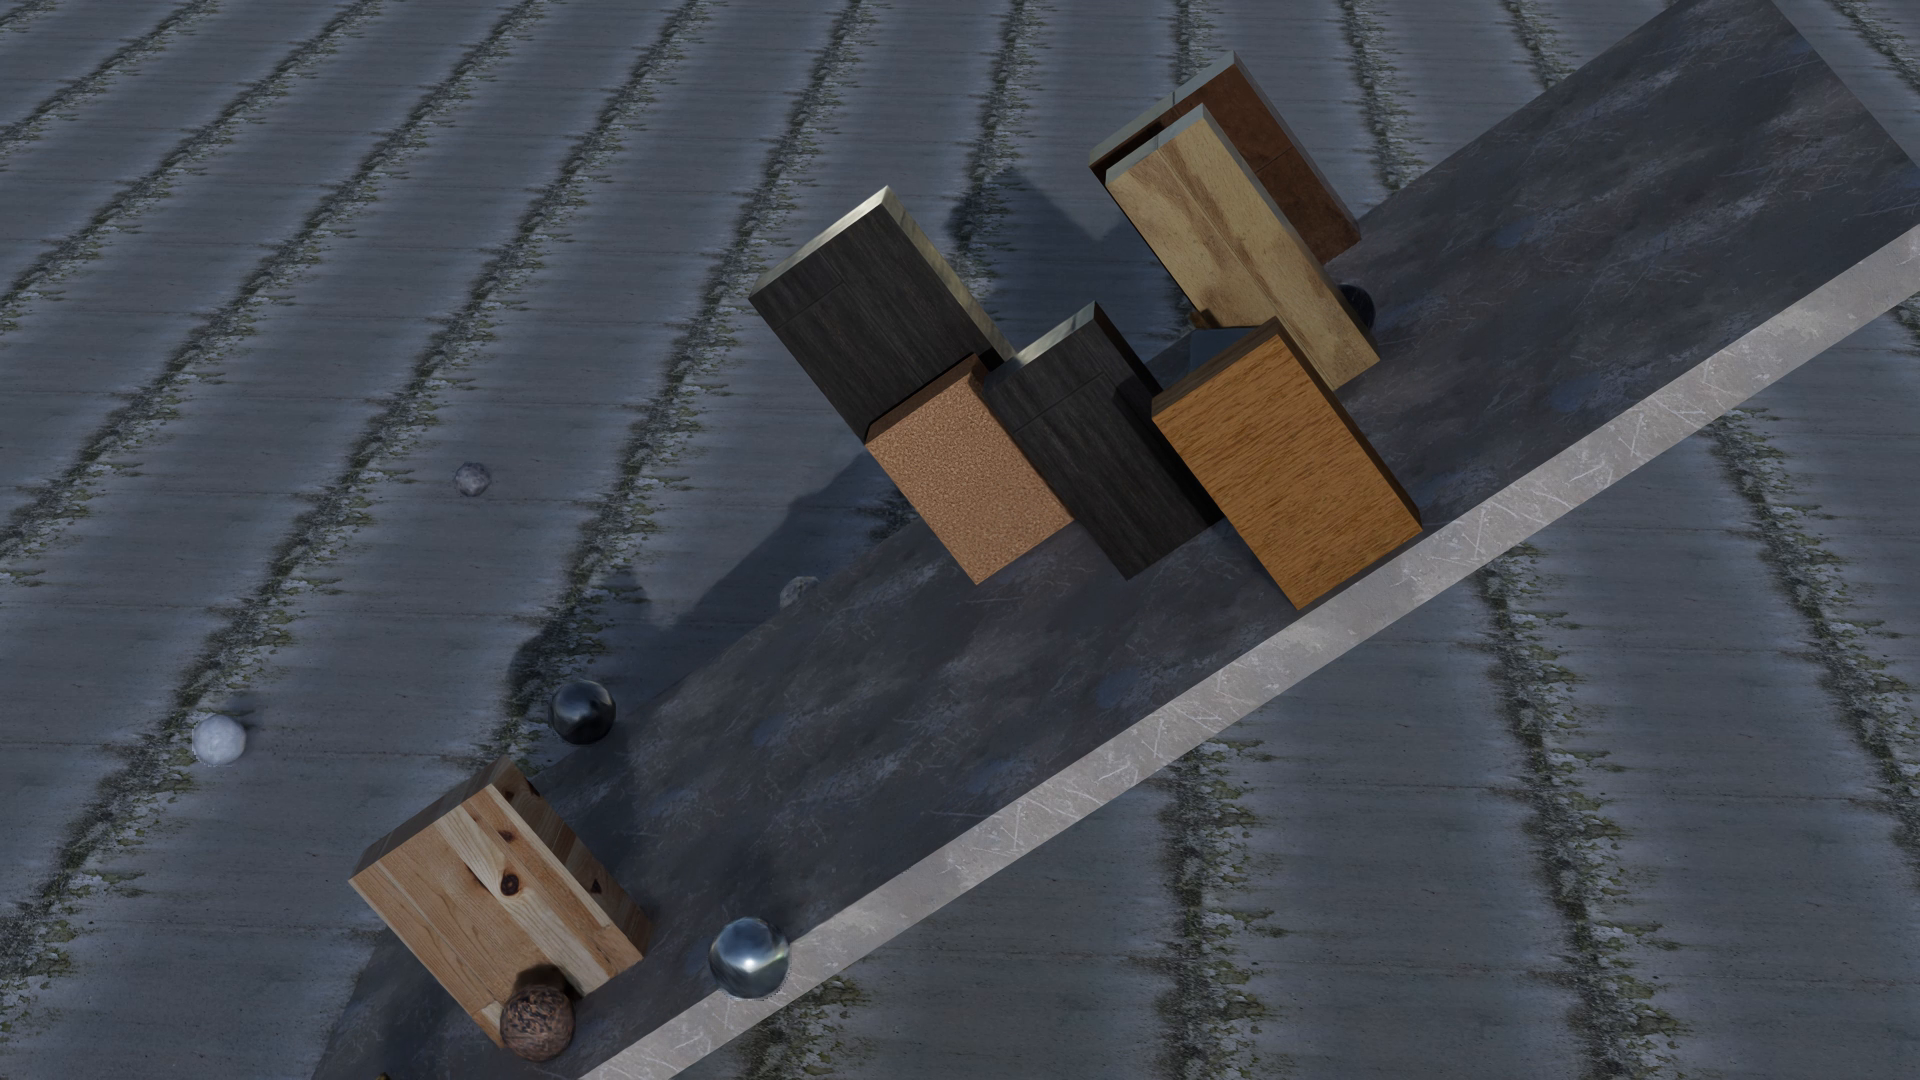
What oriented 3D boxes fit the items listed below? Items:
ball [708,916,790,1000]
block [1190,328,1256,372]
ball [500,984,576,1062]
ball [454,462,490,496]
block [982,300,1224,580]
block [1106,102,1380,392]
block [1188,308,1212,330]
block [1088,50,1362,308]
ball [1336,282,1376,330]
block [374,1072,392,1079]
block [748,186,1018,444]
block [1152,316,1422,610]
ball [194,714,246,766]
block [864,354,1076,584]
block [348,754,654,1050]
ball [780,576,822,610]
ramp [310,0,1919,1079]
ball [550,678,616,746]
[{"bbox_3d":[-0.388,0.771,5.427,0.152,0.152,0.152,0,22,0],"label":"ball"},{"bbox_3d":[0.566,-0.305,5.937,0.180,0.180,0.180,-2,65,13],"label":"block"},{"bbox_3d":[-0.835,0.957,5.821,0.152,0.152,0.152,0,22,0],"label":"ball"},{"bbox_3d":[-1.720,-0.214,10.374,0.123,0.123,0.123,0,22,0],"label":"ball"},{"bbox_3d":[0.302,-0.197,5.886,0.272,0.489,0.118,-34,16,16],"label":"block"},{"bbox_3d":[0.581,-0.564,6.034,0.241,0.628,0.122,-34,16,16],"label":"block"},{"bbox_3d":[0.628,-0.460,6.330,0.165,0.165,0.165,46,5,28],"label":"block"},{"bbox_3d":[0.617,-0.805,6.853,0.408,0.512,0.142,-34,16,16],"label":"block"},{"bbox_3d":[0.812,-0.478,6.207,0.129,0.129,0.129,0,22,0],"label":"ball"},{"bbox_3d":[-1.172,1.200,5.884,0.156,0.156,0.156,-36,16,9],"label":"block"},{"bbox_3d":[-0.084,-0.374,6.706,0.380,0.783,0.144,-34,16,16],"label":"block"},{"bbox_3d":[0.575,-0.133,5.172,0.265,0.446,0.103,-34,16,16],"label":"block"},{"bbox_3d":[-2.123,0.573,8.433,0.147,0.147,0.147,0,22,0],"label":"ball"},{"bbox_3d":[0.034,-0.156,6.525,0.293,0.409,0.129,-34,16,16],"label":"block"},{"bbox_3d":[-0.936,0.744,6.025,0.387,0.484,0.131,-34,16,16],"label":"block"},{"bbox_3d":[-0.400,0.161,7.622,0.137,0.137,0.137,0,22,0],"label":"ball"},{"bbox_3d":[0.130,0.178,6.319,4.000,0.100,2.000,-34,16,16],"label":"ramp"},{"bbox_3d":[-0.969,0.441,7.548,0.170,0.170,0.170,0,22,0],"label":"ball"}]
